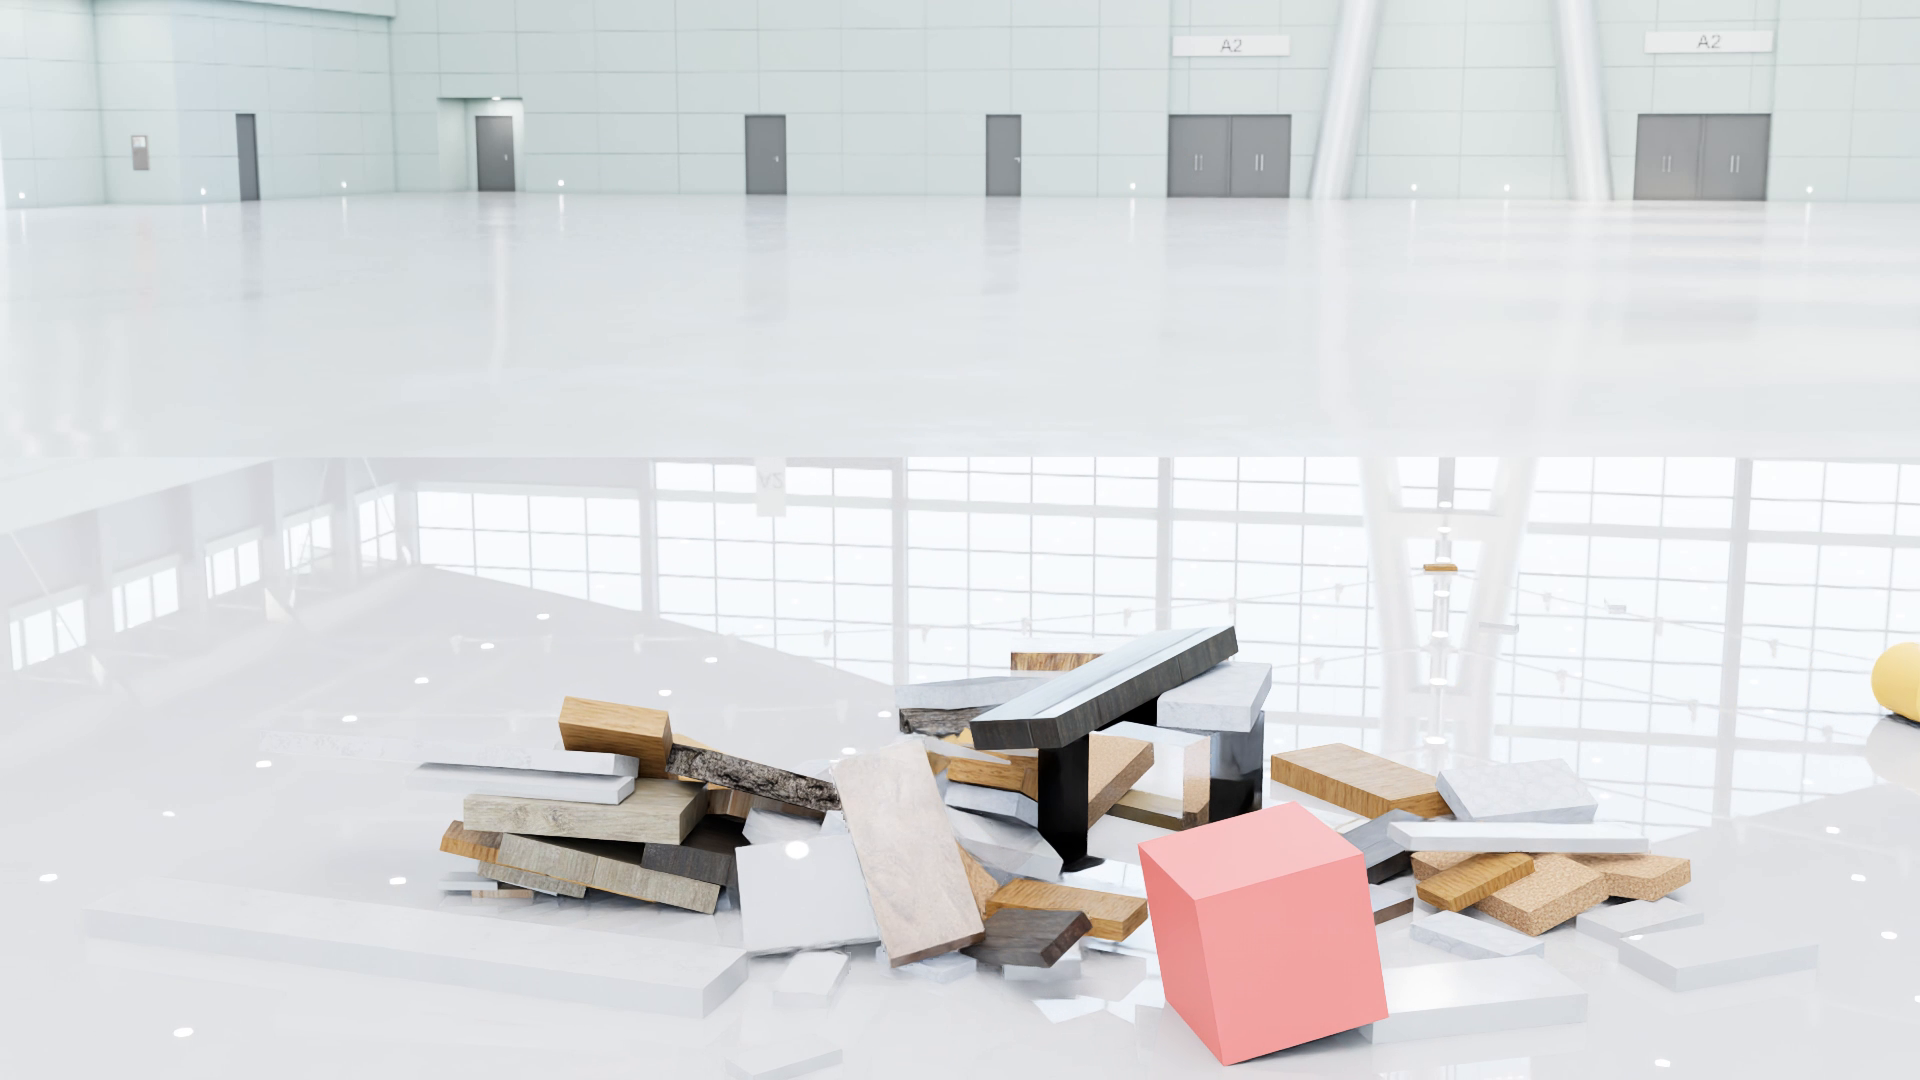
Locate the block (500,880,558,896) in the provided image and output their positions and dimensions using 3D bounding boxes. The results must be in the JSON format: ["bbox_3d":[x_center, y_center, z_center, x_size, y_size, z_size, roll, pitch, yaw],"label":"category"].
[{"bbox_3d":[-0.715,0.566,3.671,0.100,0.014,0.050,15,10,-1],"label":"block"}]

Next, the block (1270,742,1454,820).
[{"bbox_3d":[0.773,0.464,4.210,0.175,0.049,0.349,-6,12,-30],"label":"block"}]

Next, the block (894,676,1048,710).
[{"bbox_3d":[0.028,0.330,4.778,0.161,0.046,0.322,-2,0,42],"label":"block"}]

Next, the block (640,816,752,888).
[{"bbox_3d":[-0.341,0.527,3.644,0.358,0.051,0.179,13,9,-6],"label":"block"}]

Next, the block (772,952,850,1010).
[{"bbox_3d":[-0.220,0.653,3.267,0.080,0.023,0.160,2,11,9],"label":"block"}]

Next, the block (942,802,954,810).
[{"bbox_3d":[0.040,0.509,4.041,0.169,0.024,0.085,2,11,12],"label":"block"}]

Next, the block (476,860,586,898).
[{"bbox_3d":[-0.708,0.550,3.659,0.177,0.025,0.089,14,10,-7],"label":"block"}]

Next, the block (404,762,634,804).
[{"bbox_3d":[-0.720,0.397,3.596,0.366,0.023,0.080,3,11,11],"label":"block"}]

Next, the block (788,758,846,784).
[{"bbox_3d":[-0.328,0.466,4.002,0.245,0.035,0.122,-28,11,-39],"label":"block"}]

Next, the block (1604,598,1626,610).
[{"bbox_3d":[1.756,0.170,5.892,0.046,0.013,0.092,2,11,8],"label":"block"}]

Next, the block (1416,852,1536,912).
[{"bbox_3d":[0.839,0.550,3.578,0.173,0.024,0.086,-22,18,-21],"label":"block"}]

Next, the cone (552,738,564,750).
[{"bbox_3d":[-0.695,0.468,4.051,0.223,0.223,0.223,-7,-14,-33],"label":"cone"}]

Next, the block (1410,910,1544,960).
[{"bbox_3d":[0.803,0.623,3.420,0.093,0.026,0.185,-9,14,-39],"label":"block"}]

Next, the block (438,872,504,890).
[{"bbox_3d":[-0.814,0.569,3.668,0.100,0.014,0.050,1,10,4],"label":"block"}]

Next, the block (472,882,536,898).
[{"bbox_3d":[-0.760,0.582,3.672,0.100,0.014,0.050,0,10,0],"label":"block"}]

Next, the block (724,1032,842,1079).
[{"bbox_3d":[-0.239,0.707,2.986,0.143,0.020,0.072,-8,13,-37],"label":"block"}]

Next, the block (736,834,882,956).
[{"bbox_3d":[-0.178,0.542,3.409,0.324,0.162,0.046,-6,-21,-5],"label":"block"}]

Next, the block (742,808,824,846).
[{"bbox_3d":[-0.179,0.517,3.625,0.324,0.046,0.162,14,10,-31],"label":"block"}]

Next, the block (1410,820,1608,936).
[{"bbox_3d":[0.902,0.555,3.629,0.154,0.044,0.309,-21,18,-21],"label":"block"}]

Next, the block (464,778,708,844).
[{"bbox_3d":[-0.611,0.436,3.612,0.358,0.051,0.179,3,11,8],"label":"block"}]

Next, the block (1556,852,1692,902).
[{"bbox_3d":[1.069,0.553,3.685,0.265,0.037,0.132,1,9,44],"label":"block"}]

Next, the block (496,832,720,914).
[{"bbox_3d":[-0.569,0.524,3.643,0.358,0.051,0.179,14,10,-4],"label":"block"}]

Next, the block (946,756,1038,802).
[{"bbox_3d":[0.100,0.437,3.799,0.139,0.039,0.277,6,-17,28],"label":"block"}]

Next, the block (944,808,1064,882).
[{"bbox_3d":[0.018,0.491,3.619,0.277,0.039,0.139,16,10,-22],"label":"block"}]

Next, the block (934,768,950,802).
[{"bbox_3d":[-0.100,0.457,3.899,0.148,0.042,0.296,-27,1,-15],"label":"block"}]

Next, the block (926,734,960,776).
[{"bbox_3d":[-0.148,0.433,3.911,0.310,0.044,0.155,-26,1,44],"label":"block"}]

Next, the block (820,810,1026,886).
[{"bbox_3d":[-0.056,0.510,3.627,0.324,0.046,0.162,11,12,-43],"label":"block"}]

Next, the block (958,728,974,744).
[{"bbox_3d":[0.068,0.429,4.231,0.171,0.024,0.085,29,23,6],"label":"block"}]

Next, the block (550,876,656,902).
[{"bbox_3d":[-0.586,0.556,3.660,0.177,0.025,0.089,14,10,-3],"label":"block"}]

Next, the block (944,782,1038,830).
[{"bbox_3d":[0.101,0.480,3.802,0.139,0.039,0.277,6,-17,31],"label":"block"}]

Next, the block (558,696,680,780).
[{"bbox_3d":[-0.576,0.382,3.758,0.173,0.049,0.346,8,-32,3],"label":"block"}]

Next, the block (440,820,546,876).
[{"bbox_3d":[-0.765,0.510,3.649,0.177,0.025,0.089,14,10,-4],"label":"block"}]
